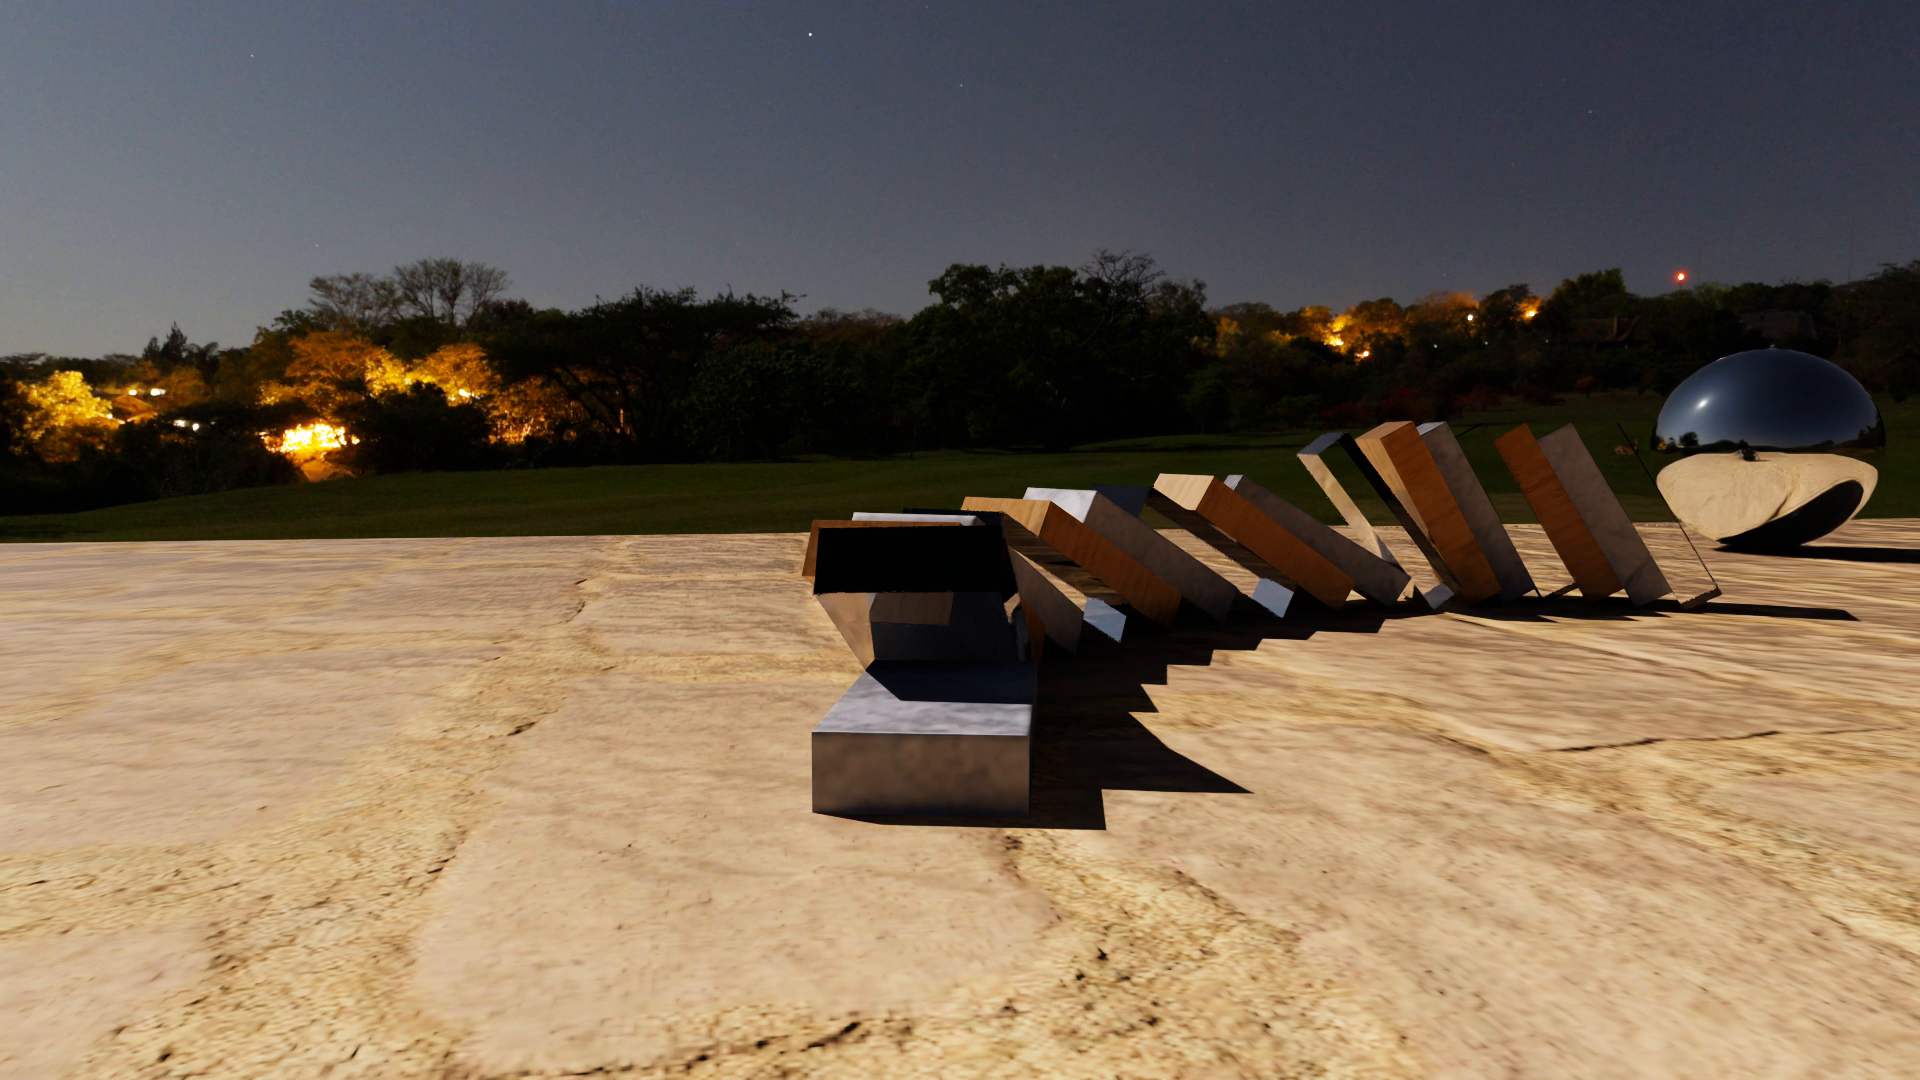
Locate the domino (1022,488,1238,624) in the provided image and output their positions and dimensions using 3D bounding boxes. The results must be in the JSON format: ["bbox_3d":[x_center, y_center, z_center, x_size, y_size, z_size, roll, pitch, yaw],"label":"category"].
[{"bbox_3d":[0.039,0.004,0.302,0.050,0.009,0.025,31,-14,-32],"label":"domino"}]

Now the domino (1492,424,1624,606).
[{"bbox_3d":[0.163,-0.008,0.352,0.010,0.050,0.025,-31,-8,23],"label":"domino"}]

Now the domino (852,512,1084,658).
[{"bbox_3d":[0.002,0.009,0.243,0.025,0.010,0.050,2,-21,30],"label":"domino"}]

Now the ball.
[{"bbox_3d":[0.319,-0.036,0.510,0.080,0.080,0.080,0,4,0],"label":"ball"}]

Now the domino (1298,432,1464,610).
[{"bbox_3d":[0.111,-0.006,0.341,0.009,0.050,0.025,-37,2,5],"label":"domino"}]

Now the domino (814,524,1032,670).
[{"bbox_3d":[-0.004,0.012,0.194,0.025,0.010,0.050,-1,-23,8],"label":"domino"}]

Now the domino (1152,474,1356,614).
[{"bbox_3d":[0.073,0.001,0.325,0.050,0.009,0.025,33,-8,-21],"label":"domino"}]

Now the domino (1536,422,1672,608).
[{"bbox_3d":[0.173,-0.007,0.345,0.009,0.050,0.025,-31,-10,25],"label":"domino"}]

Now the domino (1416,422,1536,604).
[{"bbox_3d":[0.137,-0.008,0.351,0.009,0.050,0.025,-29,0,9],"label":"domino"}]

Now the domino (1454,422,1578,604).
[{"bbox_3d":[0.152,-0.008,0.354,0.009,0.050,0.025,-31,-8,23],"label":"domino"}]

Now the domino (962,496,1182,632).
[{"bbox_3d":[0.024,0.006,0.285,0.025,0.009,0.050,5,-21,46],"label":"domino"}]

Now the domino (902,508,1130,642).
[{"bbox_3d":[0.012,0.008,0.266,0.025,0.009,0.050,3,-20,39],"label":"domino"}]

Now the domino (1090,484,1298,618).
[{"bbox_3d":[0.056,0.003,0.315,0.050,0.009,0.025,30,-10,-25],"label":"domino"}]

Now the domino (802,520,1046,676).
[{"bbox_3d":[-0.004,0.011,0.219,0.025,0.009,0.050,1,-22,21],"label":"domino"}]

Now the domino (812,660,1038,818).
[{"bbox_3d":[-0.003,0.025,0.172,0.025,0.010,0.050,0,4,5],"label":"domino"}]

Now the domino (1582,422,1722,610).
[{"bbox_3d":[0.183,-0.007,0.340,0.009,0.050,0.025,-31,-10,25],"label":"domino"}]

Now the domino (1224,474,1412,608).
[{"bbox_3d":[0.092,0.000,0.340,0.050,0.009,0.025,31,4,2],"label":"domino"}]

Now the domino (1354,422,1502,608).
[{"bbox_3d":[0.125,-0.008,0.345,0.009,0.050,0.025,-29,2,4],"label":"domino"}]
